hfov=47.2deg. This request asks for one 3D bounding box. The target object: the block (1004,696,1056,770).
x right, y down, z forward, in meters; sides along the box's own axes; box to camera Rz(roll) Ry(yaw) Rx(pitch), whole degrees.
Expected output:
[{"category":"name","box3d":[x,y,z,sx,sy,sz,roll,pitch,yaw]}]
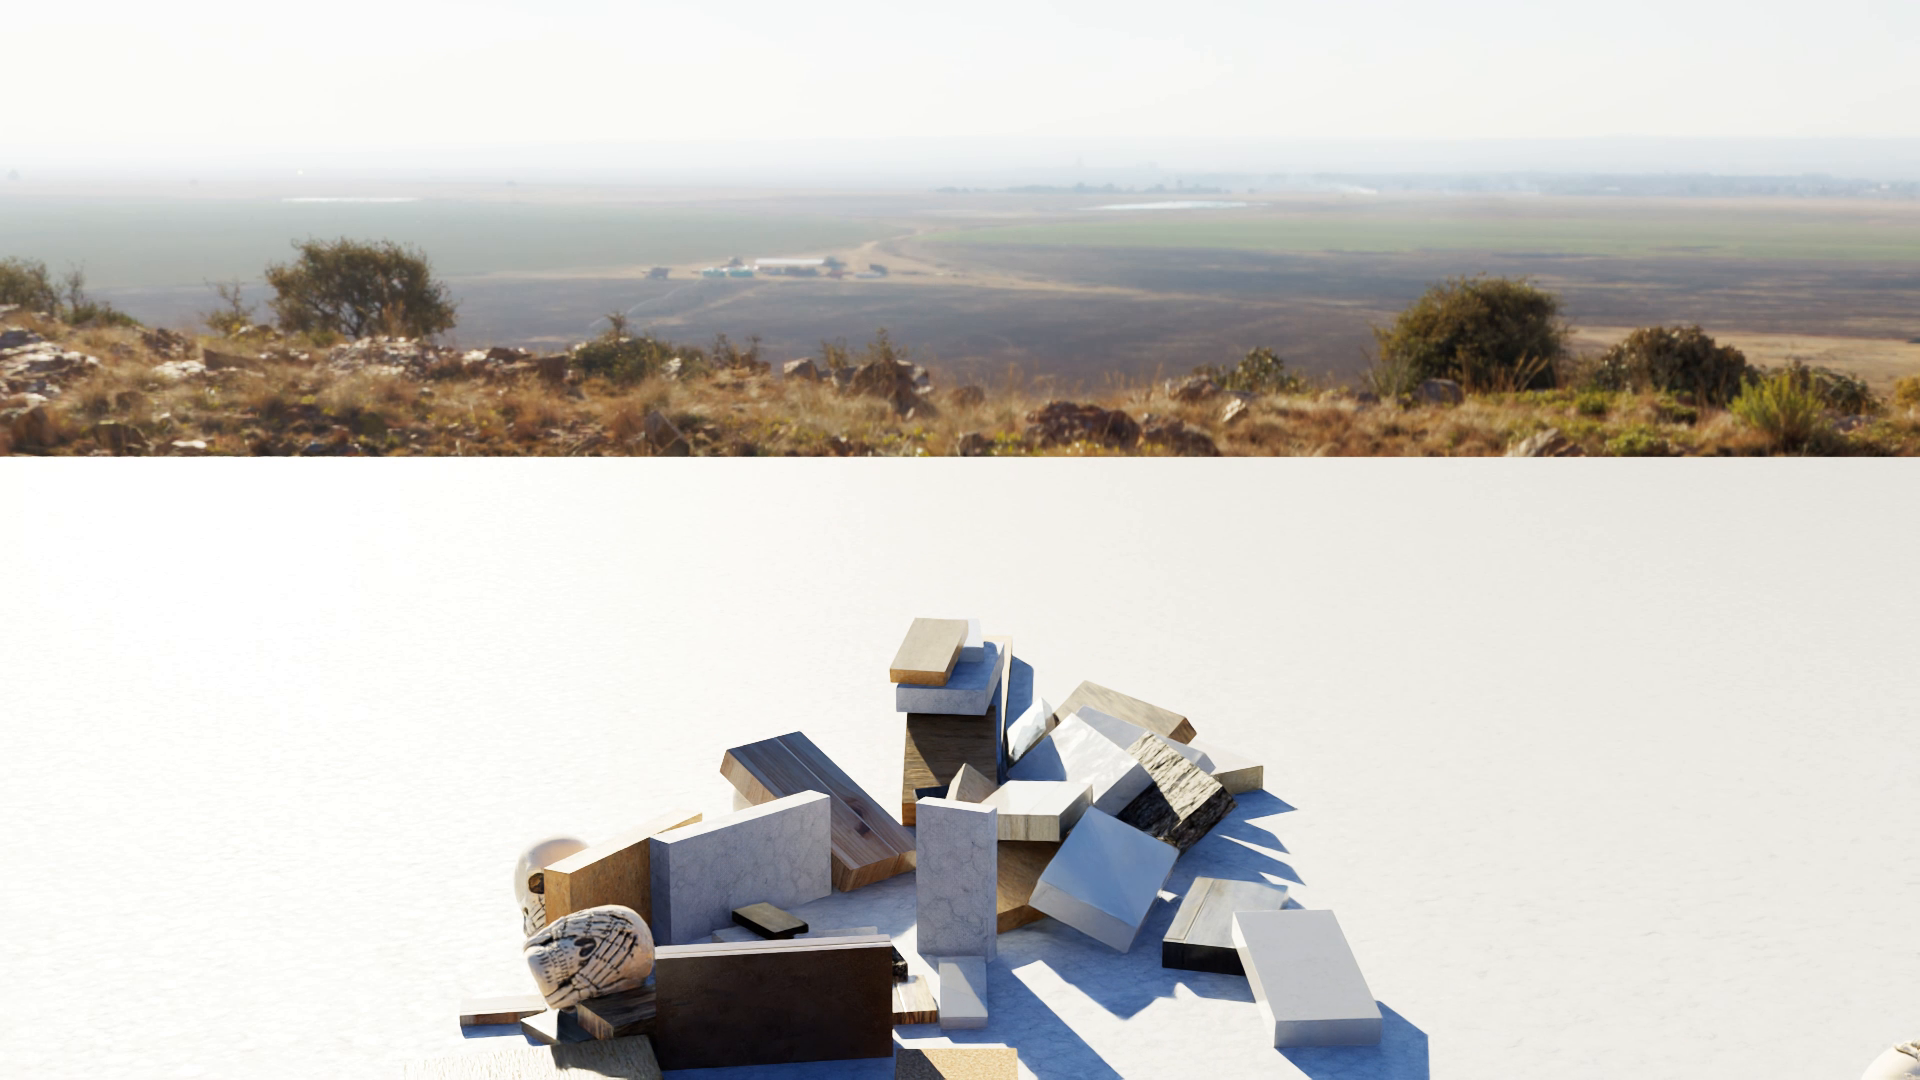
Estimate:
[{"category":"block","box3d":[0.140,0.396,4.407,0.031,0.111,0.222,42,9,-9]}]

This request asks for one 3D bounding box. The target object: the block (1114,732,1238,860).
[{"category":"block","box3d":[0.350,0.463,3.938,0.173,0.049,0.347,-41,19,-6]}]

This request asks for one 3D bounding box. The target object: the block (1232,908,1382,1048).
[{"category":"block","box3d":[0.499,0.632,3.191,0.151,0.043,0.302,-1,20,-4]}]

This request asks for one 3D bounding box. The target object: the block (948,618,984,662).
[{"category":"block","box3d":[-0.011,0.207,4.538,0.111,0.031,0.222,-1,13,-2]}]

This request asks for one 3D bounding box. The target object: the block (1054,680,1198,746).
[{"category":"block","box3d":[0.301,0.389,4.360,0.171,0.048,0.341,-45,29,-17]}]

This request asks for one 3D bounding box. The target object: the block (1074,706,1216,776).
[{"category":"block","box3d":[0.310,0.426,4.192,0.151,0.043,0.394,-47,29,-16]}]

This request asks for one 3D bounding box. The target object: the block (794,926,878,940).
[{"category":"block","box3d":[-0.191,0.610,3.385,0.063,0.018,0.125,-15,-14,35]}]

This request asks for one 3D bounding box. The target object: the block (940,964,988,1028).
[{"category":"block","box3d":[0.005,0.658,3.177,0.068,0.019,0.136,0,22,-1]}]

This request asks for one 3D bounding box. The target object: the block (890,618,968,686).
[{"category":"block","box3d":[-0.060,0.221,4.379,0.111,0.031,0.222,2,25,12]}]

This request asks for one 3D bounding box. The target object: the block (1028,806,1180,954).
[{"category":"block","box3d":[0.239,0.545,3.565,0.170,0.048,0.340,26,19,10]}]

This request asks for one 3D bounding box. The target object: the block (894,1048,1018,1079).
[{"category":"block","box3d":[-0.005,0.769,2.583,0.160,0.045,0.732,0,11,0]}]

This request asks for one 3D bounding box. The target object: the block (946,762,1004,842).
[{"category":"block","box3d":[0.046,0.493,3.849,0.153,0.043,0.305,36,12,-2]}]

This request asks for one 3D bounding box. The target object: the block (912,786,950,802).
[{"category":"block","box3d":[-0.033,0.497,3.955,0.069,0.020,0.139,-4,36,-17]}]

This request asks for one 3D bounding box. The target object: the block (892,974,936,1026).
[{"category":"block","box3d":[-0.077,0.668,3.197,0.068,0.019,0.136,-2,11,-8]}]

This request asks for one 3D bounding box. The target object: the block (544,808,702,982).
[{"category":"block","box3d":[-0.518,0.548,3.430,0.048,0.170,0.340,6,12,28]}]

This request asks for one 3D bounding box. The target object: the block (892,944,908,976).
[{"category":"block","box3d":[-0.210,0.643,3.292,0.241,0.034,0.121,-3,11,-17]}]

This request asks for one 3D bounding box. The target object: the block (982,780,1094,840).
[{"category":"block","box3d":[0.125,0.463,3.772,0.153,0.043,0.305,-1,4,14]}]

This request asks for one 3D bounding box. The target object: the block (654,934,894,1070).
[{"category":"block","box3d":[-0.254,0.632,3.006,0.320,0.160,0.045,-2,11,-8]}]

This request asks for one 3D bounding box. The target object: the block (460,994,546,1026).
[{"category":"block","box3d":[-0.657,0.676,3.162,0.120,0.017,0.060,-2,11,-10]}]

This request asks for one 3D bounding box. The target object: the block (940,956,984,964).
[{"category":"block","box3d":[0.003,0.654,3.273,0.068,0.019,0.136,0,11,-1]}]

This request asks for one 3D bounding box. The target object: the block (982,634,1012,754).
[{"category":"block","box3d":[0.020,0.345,4.858,0.171,0.048,0.994,0,11,3]}]

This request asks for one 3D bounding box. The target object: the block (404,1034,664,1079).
[{"category":"block","box3d":[-0.556,0.715,2.869,0.320,0.045,0.160,-3,11,-16]}]

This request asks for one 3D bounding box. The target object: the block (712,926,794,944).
[{"category":"block","box3d":[-0.319,0.621,3.451,0.125,0.018,0.063,-6,12,-27]}]

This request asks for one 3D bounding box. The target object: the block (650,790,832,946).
[{"category":"block","box3d":[-0.349,0.526,3.546,0.048,0.170,0.340,10,14,43]}]

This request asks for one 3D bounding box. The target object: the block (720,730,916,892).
[{"category":"block","box3d":[-0.242,0.466,3.816,0.173,0.049,0.346,-11,40,-45]}]

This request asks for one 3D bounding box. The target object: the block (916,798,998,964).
[{"category":"block","box3d":[-0.005,0.522,3.374,0.121,0.241,0.034,5,12,24]}]

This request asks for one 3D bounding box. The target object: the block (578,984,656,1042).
[{"category":"block","box3d":[-0.403,0.658,3.101,0.241,0.034,0.121,-7,10,-33]}]

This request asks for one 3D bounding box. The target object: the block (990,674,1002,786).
[{"category":"block","box3d":[-0.004,0.374,4.386,0.175,0.049,0.349,0,26,1]}]

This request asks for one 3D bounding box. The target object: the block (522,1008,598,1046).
[{"category":"block","box3d":[-0.557,0.690,3.082,0.060,0.017,0.120,-9,14,-42]}]

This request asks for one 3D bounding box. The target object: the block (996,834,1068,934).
[{"category":"block","box3d":[0.097,0.557,3.599,0.305,0.043,0.153,-10,33,-43]}]

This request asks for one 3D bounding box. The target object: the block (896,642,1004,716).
[{"category":"block","box3d":[-0.016,0.274,4.429,0.175,0.049,0.349,1,13,7]}]

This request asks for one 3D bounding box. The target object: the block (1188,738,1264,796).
[{"category":"block","box3d":[0.424,0.439,4.348,0.171,0.048,0.341,-6,12,-31]}]

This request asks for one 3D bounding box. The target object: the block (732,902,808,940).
[{"category":"block","box3d":[-0.299,0.602,3.460,0.063,0.018,0.125,-8,13,-37]}]

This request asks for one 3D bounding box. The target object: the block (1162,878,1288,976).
[{"category":"block","box3d":[0.421,0.606,3.463,0.151,0.043,0.302,3,11,16]}]

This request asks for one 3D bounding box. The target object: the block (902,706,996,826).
[{"category":"block","box3d":[-0.018,0.424,4.171,0.175,0.049,0.349,0,26,1]}]

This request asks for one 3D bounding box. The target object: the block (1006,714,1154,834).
[{"category":"block","box3d":[0.218,0.439,4.079,0.173,0.049,0.346,-41,19,-7]}]
